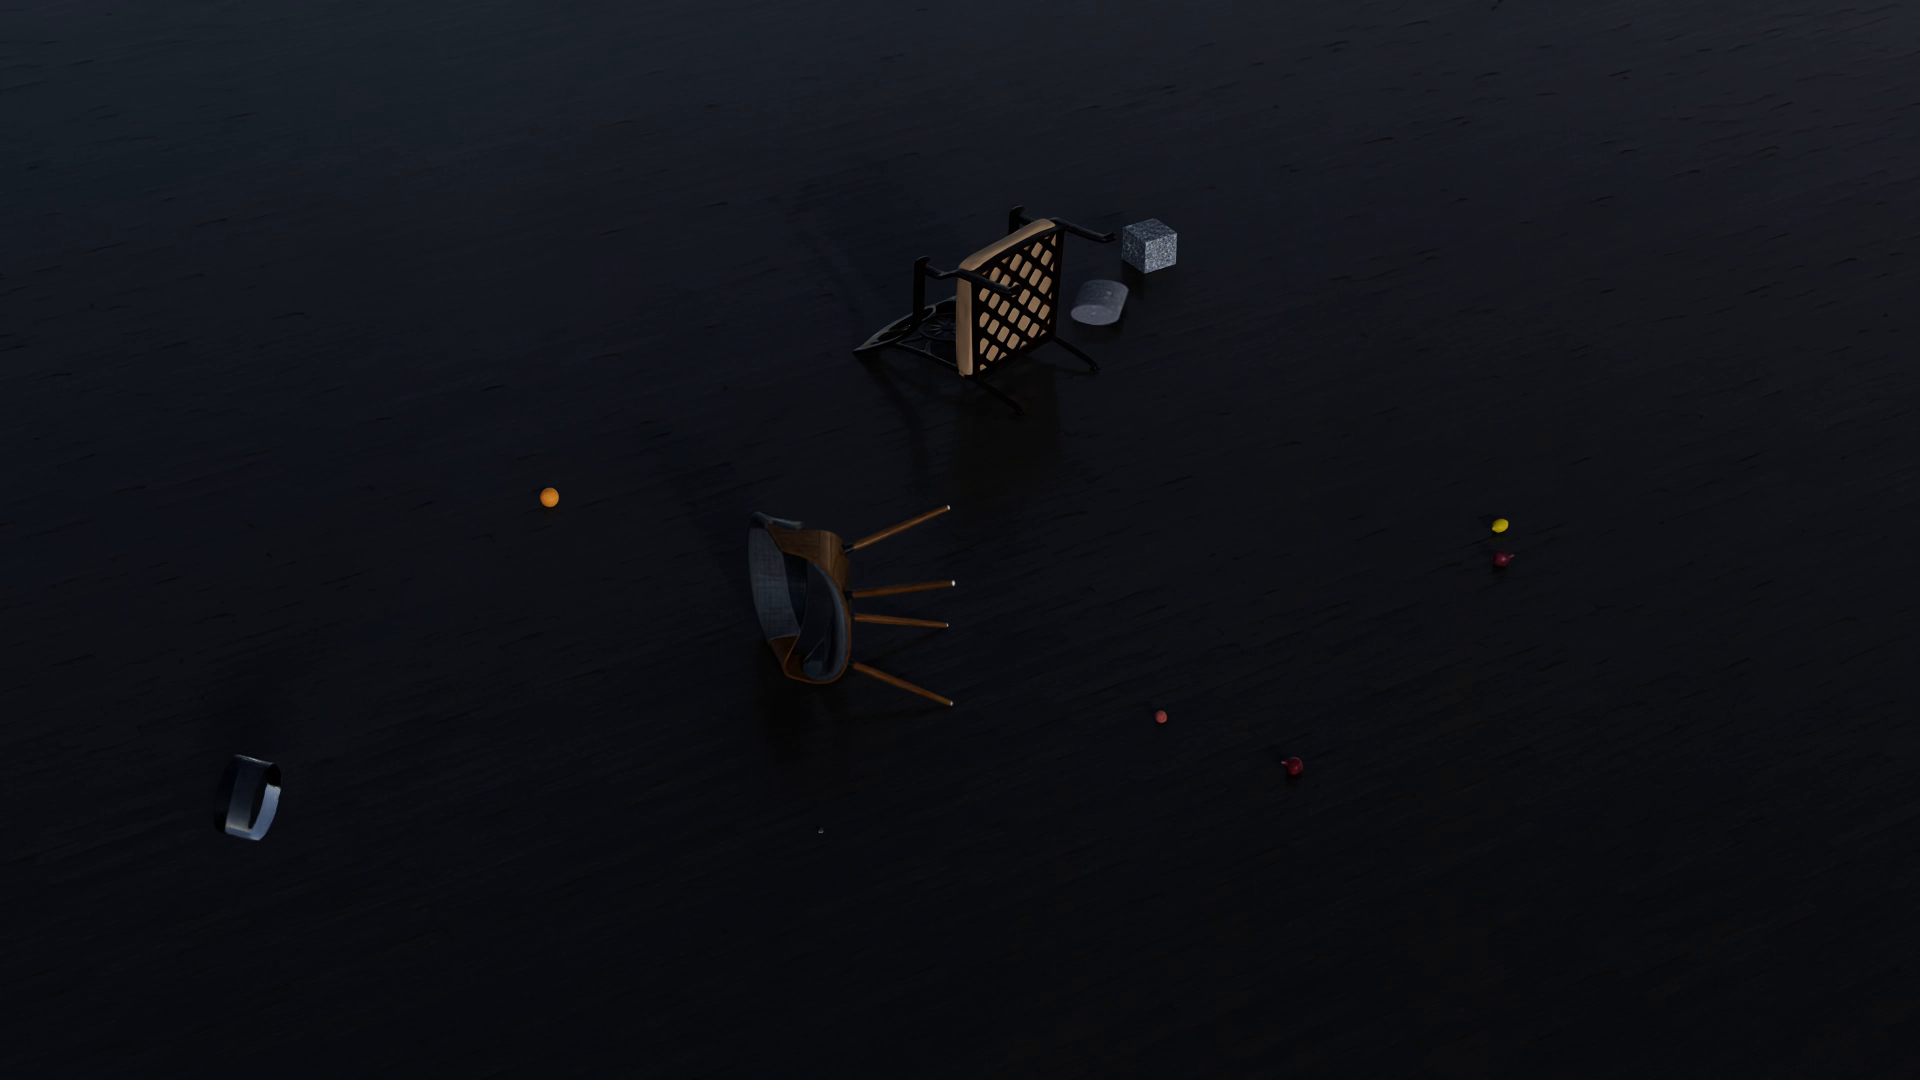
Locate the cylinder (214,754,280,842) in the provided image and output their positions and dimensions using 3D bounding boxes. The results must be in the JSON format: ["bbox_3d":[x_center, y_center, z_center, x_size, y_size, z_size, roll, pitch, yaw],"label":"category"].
[{"bbox_3d":[-2.303,0.833,9.475,0.135,0.256,0.160,12,-2,18],"label":"cylinder"}]

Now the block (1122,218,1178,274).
[{"bbox_3d":[0.824,-1.280,12.750,0.167,0.151,0.170,-19,38,-27],"label":"block"}]

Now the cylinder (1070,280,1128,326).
[{"bbox_3d":[0.590,-1.004,12.380,0.210,0.096,0.226,4,33,12],"label":"cylinder"}]
